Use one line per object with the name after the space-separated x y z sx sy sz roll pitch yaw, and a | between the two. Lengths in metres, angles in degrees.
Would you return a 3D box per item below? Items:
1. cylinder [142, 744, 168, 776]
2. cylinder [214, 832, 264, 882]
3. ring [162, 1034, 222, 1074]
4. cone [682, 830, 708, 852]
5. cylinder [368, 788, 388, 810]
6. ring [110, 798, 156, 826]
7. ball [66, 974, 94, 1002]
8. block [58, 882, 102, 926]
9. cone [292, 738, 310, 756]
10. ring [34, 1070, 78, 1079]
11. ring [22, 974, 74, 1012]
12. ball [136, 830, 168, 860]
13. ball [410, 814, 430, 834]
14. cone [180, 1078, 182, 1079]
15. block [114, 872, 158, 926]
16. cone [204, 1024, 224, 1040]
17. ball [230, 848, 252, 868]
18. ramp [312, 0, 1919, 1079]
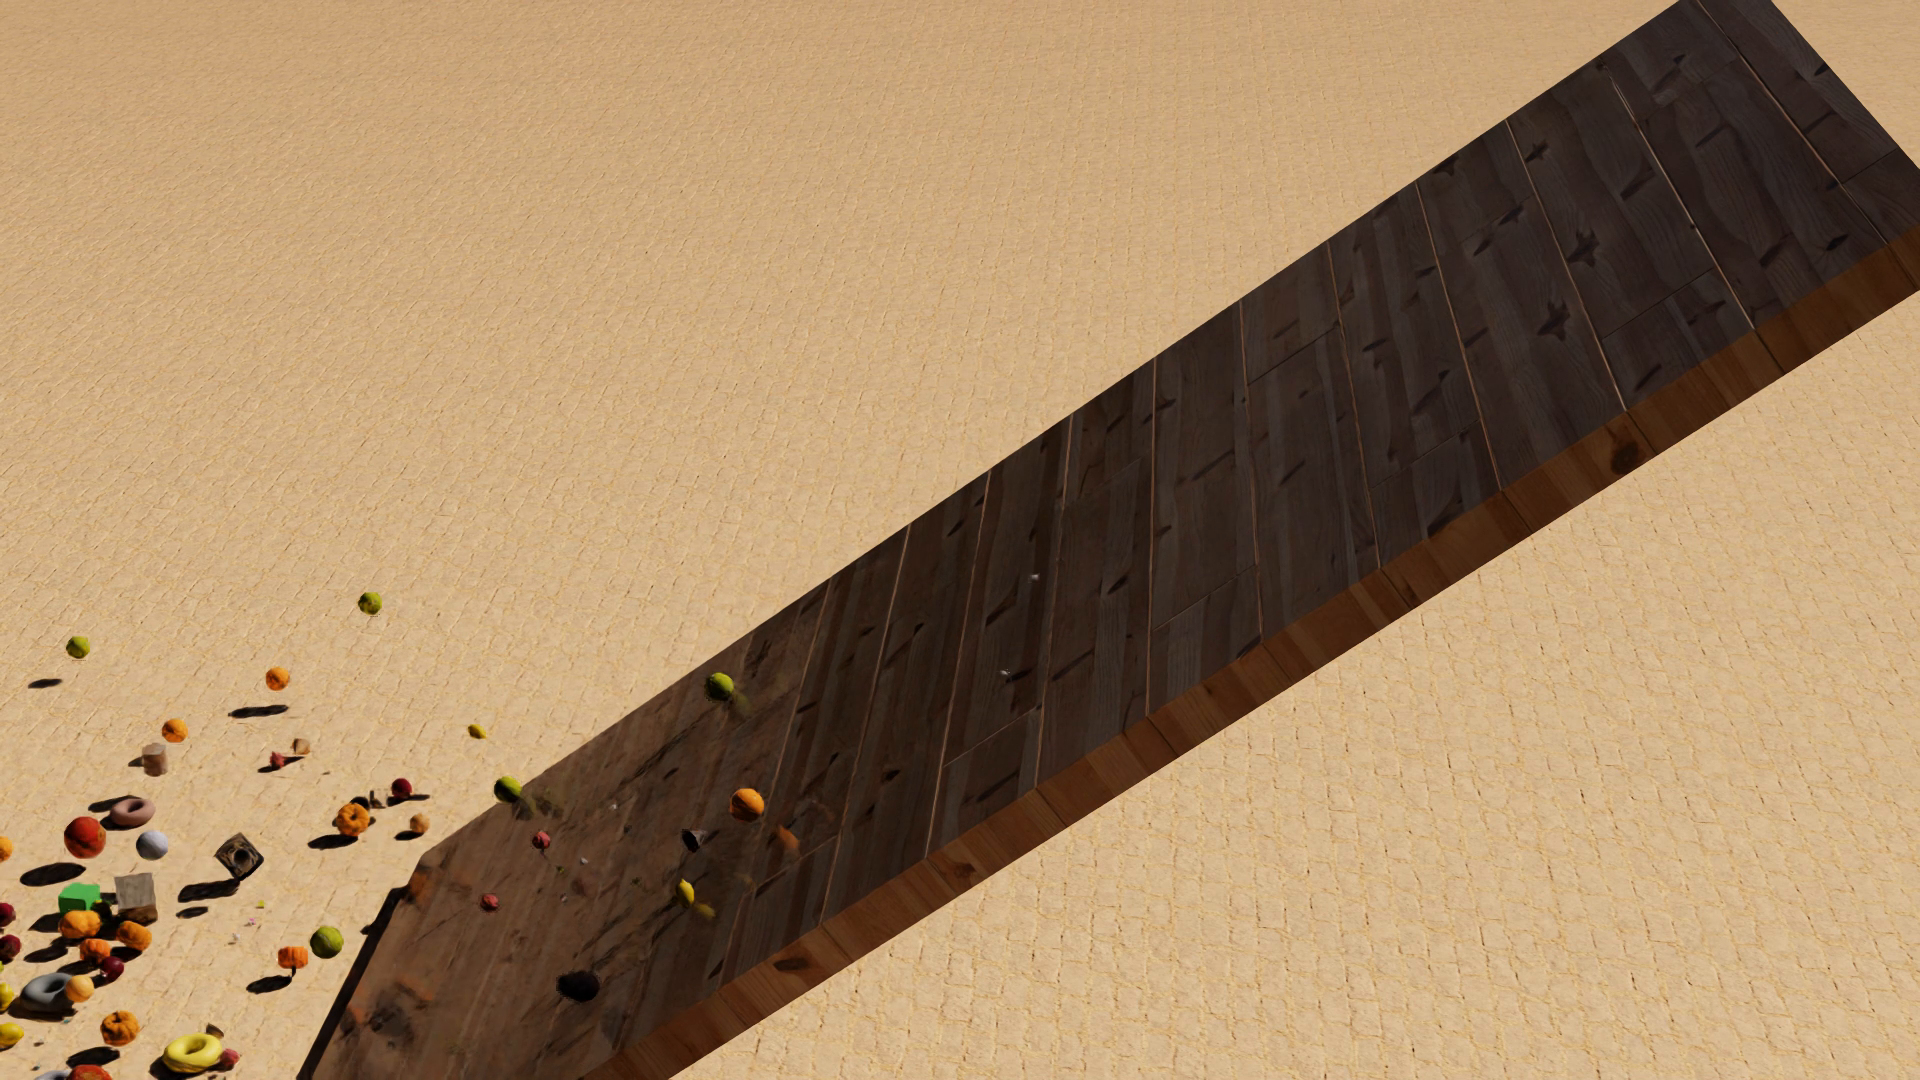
-2.254 0.616 8.237 0.068 0.068 0.068 0 26 0 | cylinder
-1.905 0.838 7.778 0.091 0.091 0.091 -34 17 12 | cylinder
-1.826 1.221 6.994 0.138 0.046 0.138 -4 22 1 | ring
-0.560 0.635 6.312 0.053 0.053 0.053 20 36 40 | cone
-1.607 0.715 8.128 0.052 0.052 0.052 -5 0 0 | cylinder
-2.289 0.753 8.137 0.122 0.041 0.122 -2 23 1 | ring
-2.156 1.099 7.202 0.068 0.068 0.068 0 22 0 | ball
-2.281 0.944 7.627 0.077 0.077 0.077 5 23 11 | block
-1.906 0.607 8.467 0.056 0.056 0.056 3 21 7 | cone
-2.114 1.279 6.864 0.116 0.039 0.116 -2 26 1 | ring
-2.240 1.116 7.249 0.144 0.048 0.144 -1 22 1 | ring
-2.123 0.803 7.733 0.082 0.082 0.082 0 22 0 | ball
-1.481 0.777 8.059 0.056 0.056 0.056 0 22 0 | ball
-1.805 1.278 6.827 0.070 0.070 0.070 0 22 0 | cone
-2.128 0.927 7.596 0.094 0.094 0.094 -7 58 -17 | block
-1.806 1.199 7.068 0.052 0.052 0.052 13 50 28 | cone
-1.874 0.830 7.676 0.056 0.056 0.056 0 22 0 | ball
0.130 0.178 6.320 4.000 0.100 2.000 -34 16 16 | ramp
